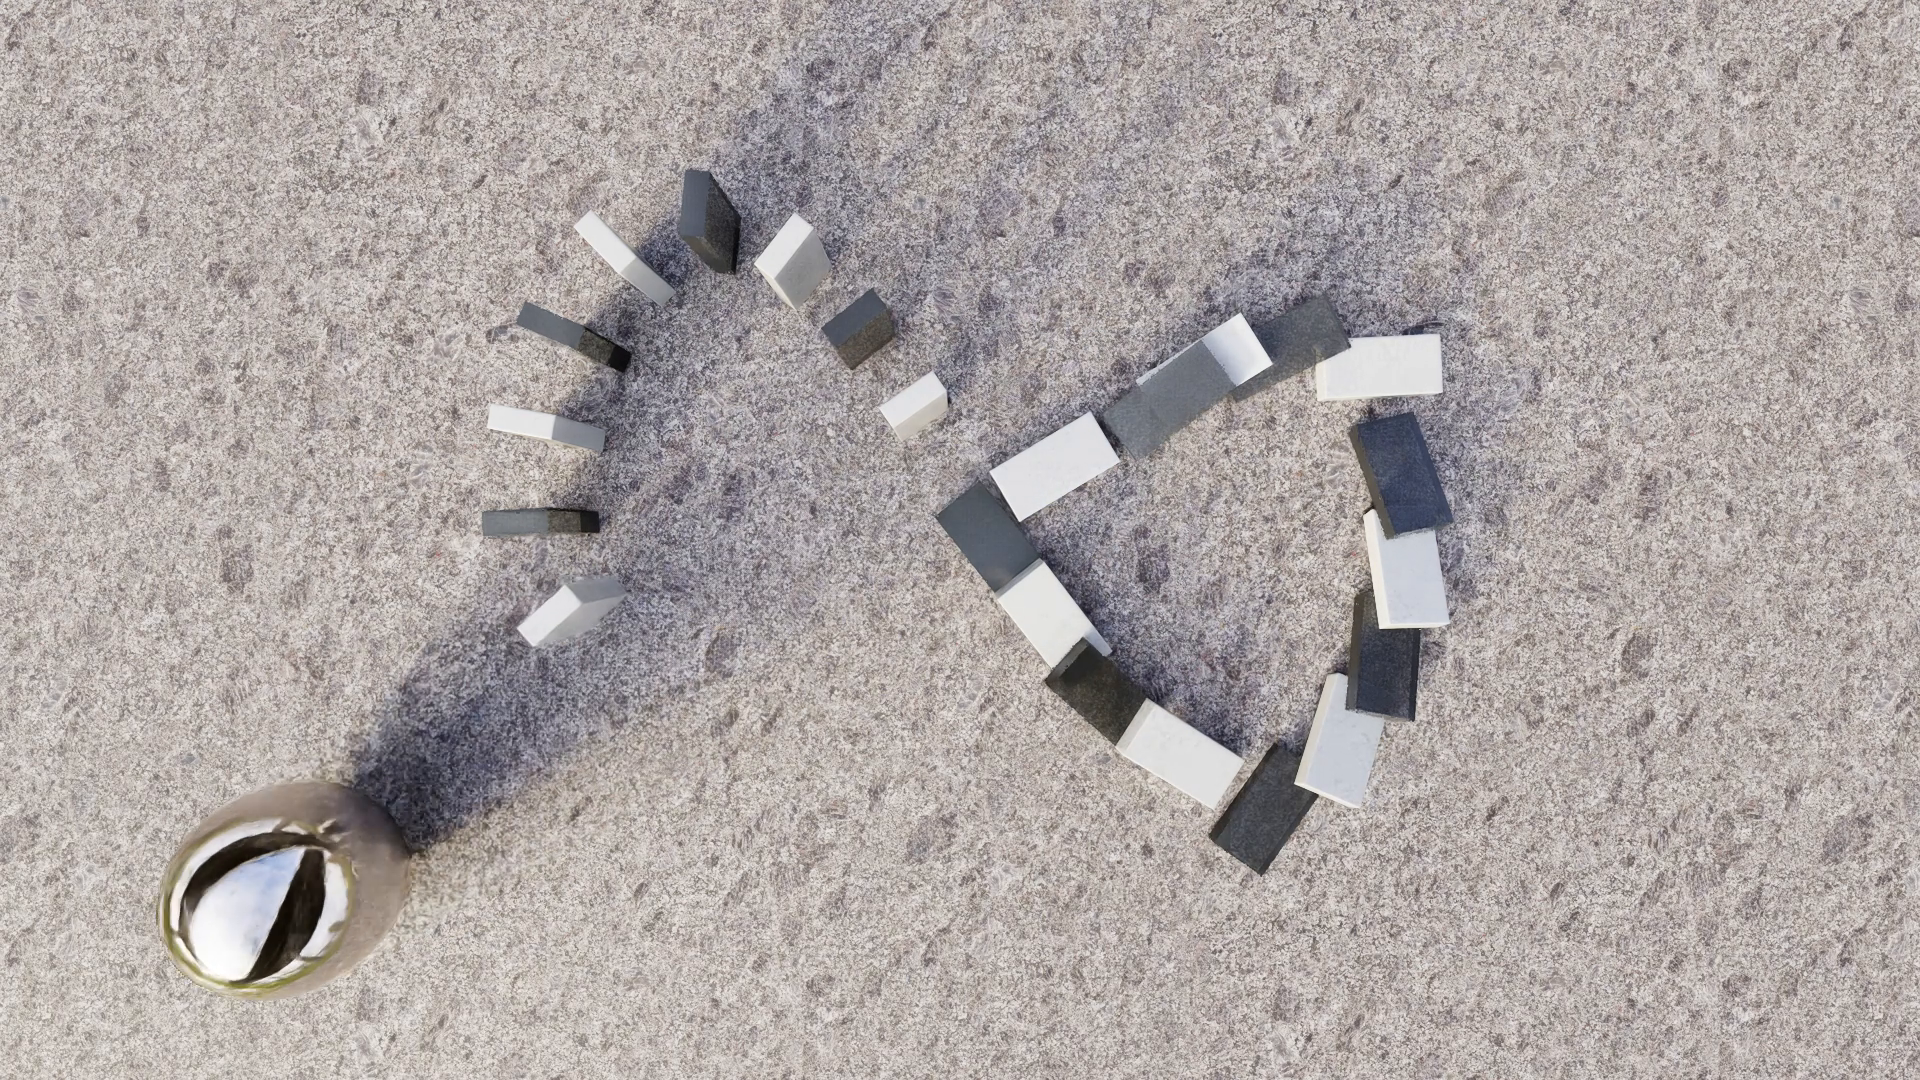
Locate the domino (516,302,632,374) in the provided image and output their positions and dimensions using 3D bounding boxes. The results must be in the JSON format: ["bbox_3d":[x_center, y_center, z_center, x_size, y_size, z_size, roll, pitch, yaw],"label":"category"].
[{"bbox_3d":[-0.156,-0.082,0.375,0.025,0.050,0.010,23,90,0],"label":"domino"}]

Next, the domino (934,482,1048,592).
[{"bbox_3d":[0.014,0.002,0.395,0.025,0.010,0.050,-38,90,0],"label":"domino"}]

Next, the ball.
[{"bbox_3d":[-0.262,0.136,0.360,0.080,0.080,0.080,0,90,0],"label":"ball"}]

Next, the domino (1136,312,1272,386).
[{"bbox_3d":[0.103,-0.071,0.388,0.050,0.009,0.025,-32,90,17],"label":"domino"}]

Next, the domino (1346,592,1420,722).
[{"bbox_3d":[0.180,0.050,0.389,0.025,0.010,0.050,11,75,0],"label":"domino"}]

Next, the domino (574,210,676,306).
[{"bbox_3d":[-0.136,-0.114,0.375,0.010,0.050,0.025,-44,90,0],"label":"domino"}]

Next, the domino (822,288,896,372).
[{"bbox_3d":[-0.041,-0.085,0.375,0.025,0.050,0.010,-38,90,0],"label":"domino"}]

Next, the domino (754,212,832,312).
[{"bbox_3d":[-0.067,-0.112,0.375,0.010,0.050,0.025,38,90,0],"label":"domino"}]

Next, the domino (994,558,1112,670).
[{"bbox_3d":[0.040,0.035,0.390,0.025,0.009,0.050,-38,103,0],"label":"domino"}]

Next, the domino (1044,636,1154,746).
[{"bbox_3d":[0.062,0.067,0.389,0.050,0.009,0.025,42,90,-15],"label":"domino"}]

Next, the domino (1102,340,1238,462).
[{"bbox_3d":[0.087,-0.058,0.384,0.050,0.010,0.025,-37,89,17],"label":"domino"}]

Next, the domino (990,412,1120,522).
[{"bbox_3d":[0.041,-0.031,0.395,0.050,0.010,0.025,-31,90,0],"label":"domino"}]

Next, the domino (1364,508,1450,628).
[{"bbox_3d":[0.189,0.012,0.389,0.025,0.010,0.050,-1,75,0],"label":"domino"}]

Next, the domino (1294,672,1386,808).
[{"bbox_3d":[0.163,0.085,0.389,0.025,0.009,0.050,23,76,0],"label":"domino"}]

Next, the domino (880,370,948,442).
[{"bbox_3d":[-0.018,-0.054,0.375,0.025,0.050,0.010,-35,90,0],"label":"domino"}]

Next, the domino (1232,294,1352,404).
[{"bbox_3d":[0.136,-0.081,0.389,0.050,0.009,0.025,-26,90,14],"label":"domino"}]

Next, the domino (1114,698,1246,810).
[{"bbox_3d":[0.094,0.091,0.389,0.050,0.009,0.025,33,90,-15],"label":"domino"}]

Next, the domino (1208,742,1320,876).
[{"bbox_3d":[0.133,0.116,0.395,0.025,0.010,0.050,35,90,0],"label":"domino"}]

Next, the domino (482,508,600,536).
[{"bbox_3d":[-0.170,-0.007,0.375,0.025,0.050,0.009,-3,90,0],"label":"domino"}]

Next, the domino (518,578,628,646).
[{"bbox_3d":[-0.157,0.029,0.375,0.025,0.050,0.009,-41,91,0],"label":"domino"}]

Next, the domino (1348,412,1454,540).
[{"bbox_3d":[0.187,-0.027,0.389,0.025,0.009,0.050,-13,75,0],"label":"domino"}]

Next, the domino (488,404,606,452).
[{"bbox_3d":[-0.168,-0.045,0.375,0.025,0.050,0.010,10,90,0],"label":"domino"}]

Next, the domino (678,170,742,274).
[{"bbox_3d":[-0.101,-0.129,0.375,0.009,0.050,0.025,6,90,0],"label":"domino"}]

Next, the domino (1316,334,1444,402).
[{"bbox_3d":[0.180,-0.074,0.395,0.050,0.009,0.025,-3,90,0],"label":"domino"}]
